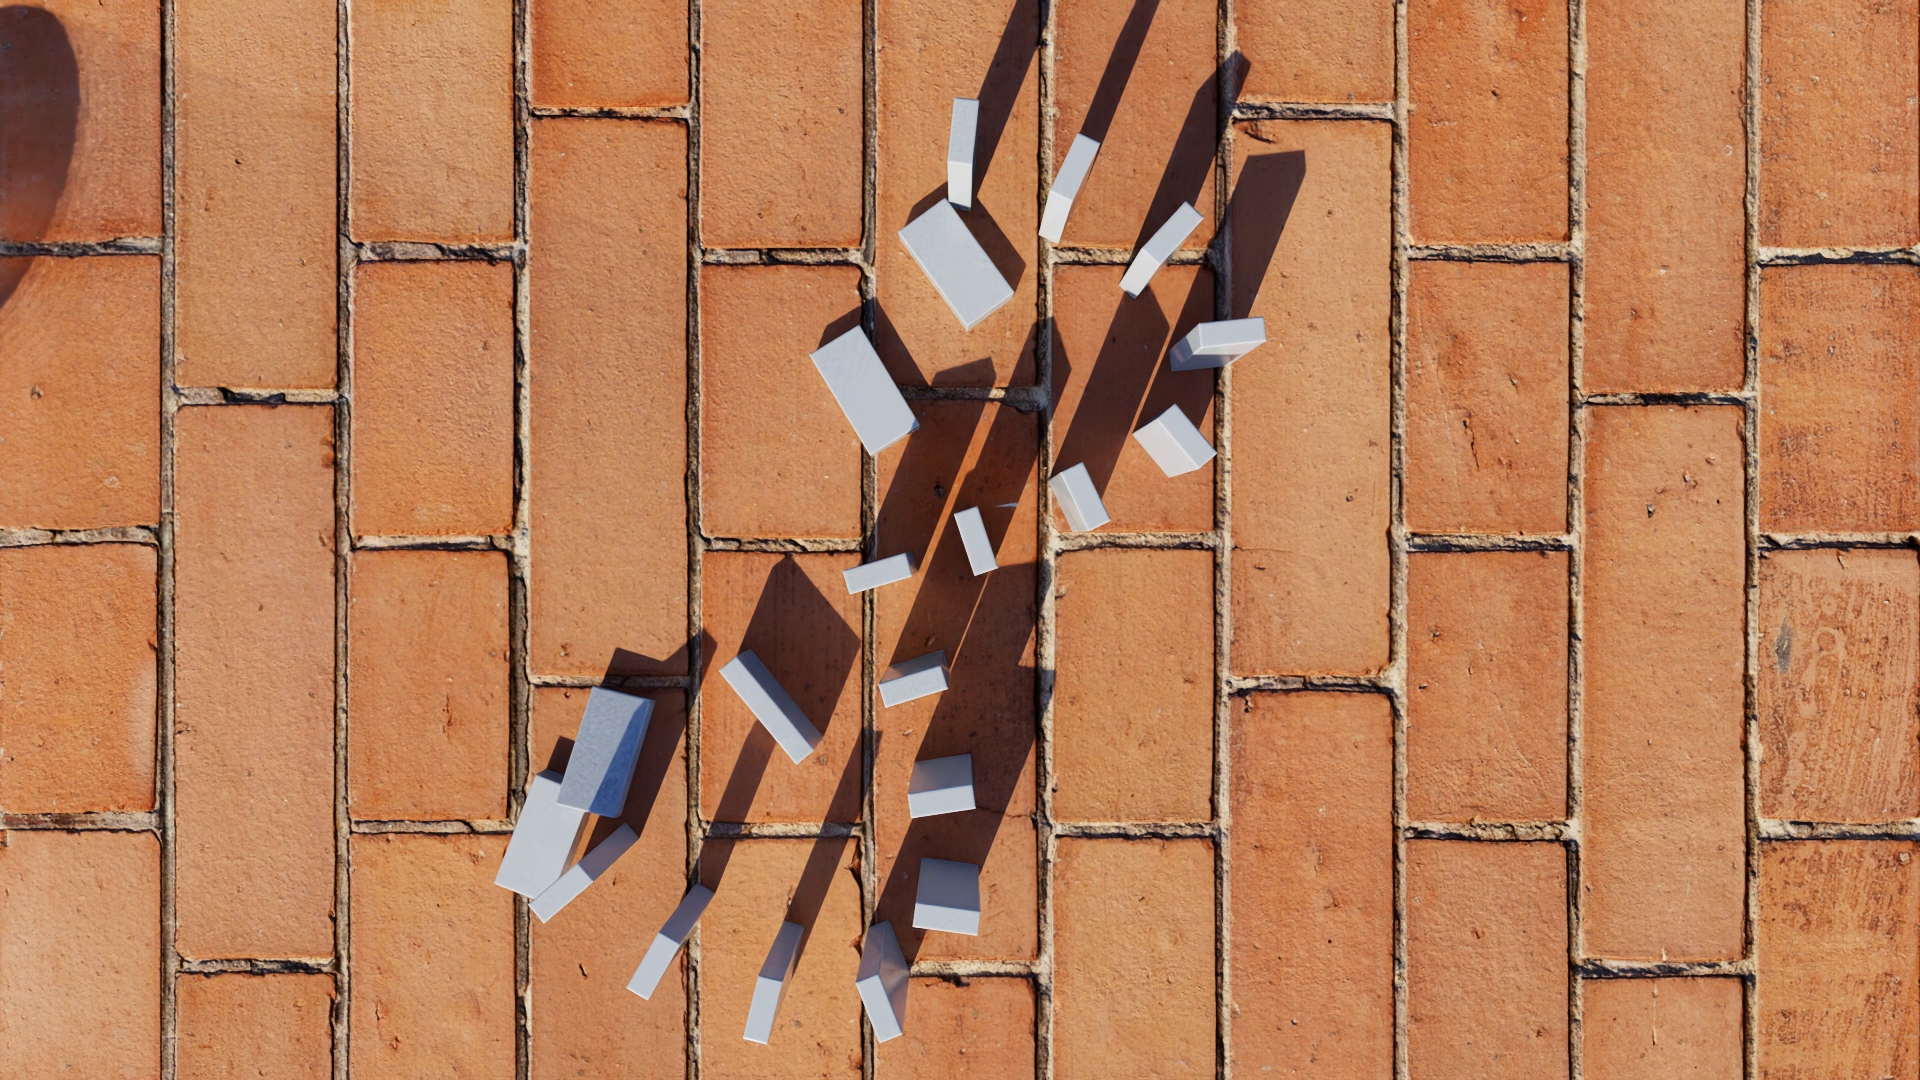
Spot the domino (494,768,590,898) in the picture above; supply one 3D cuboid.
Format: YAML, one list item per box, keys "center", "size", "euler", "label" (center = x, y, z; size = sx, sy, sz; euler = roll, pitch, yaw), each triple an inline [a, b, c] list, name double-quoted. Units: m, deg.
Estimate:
- center: [-0.178, 0.128, 0.395]
  size: [0.025, 0.010, 0.050]
  euler: [21, 90, 0]
  label: "domino"

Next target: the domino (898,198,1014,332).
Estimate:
- center: [-0.002, -0.119, 0.395]
  size: [0.025, 0.009, 0.050]
  euler: [-36, 90, 0]
  label: "domino"

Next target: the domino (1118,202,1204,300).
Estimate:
- center: [0.081, -0.117, 0.375]
  size: [0.010, 0.050, 0.025]
  euler: [43, 90, 0]
  label: "domino"

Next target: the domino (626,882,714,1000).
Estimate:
- center: [-0.117, 0.163, 0.375]
  size: [0.010, 0.050, 0.025]
  euler: [30, 90, 0]
  label: "domino"

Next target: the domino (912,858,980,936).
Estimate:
- center: [-0.005, 0.145, 0.375]
  size: [0.025, 0.050, 0.010]
  euler: [8, 90, 0]
  label: "domino"

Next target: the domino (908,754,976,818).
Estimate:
- center: [-0.007, 0.100, 0.375]
  size: [0.025, 0.050, 0.010]
  euler: [-9, 90, 0]
  label: "domino"

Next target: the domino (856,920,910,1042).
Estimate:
- center: [-0.031, 0.179, 0.375]
  size: [0.009, 0.050, 0.025]
  euler: [-22, 90, 0]
  label: "domino"

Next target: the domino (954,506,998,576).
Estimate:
- center: [0.006, 0.000, 0.375]
  size: [0.010, 0.050, 0.025]
  euler: [-18, 90, 0]
  label: "domino"

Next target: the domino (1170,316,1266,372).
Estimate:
- center: [0.104, -0.079, 0.375]
  size: [0.025, 0.050, 0.009]
  euler: [-6, 90, 0]
  label: "domino"

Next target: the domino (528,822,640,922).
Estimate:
- center: [-0.153, 0.135, 0.375]
  size: [0.025, 0.050, 0.010]
  euler: [-40, 90, 0]
  label: "domino"

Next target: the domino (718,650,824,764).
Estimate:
- center: [-0.079, 0.070, 0.388]
  size: [0.010, 0.025, 0.050]
  euler: [-40, 90, 0]
  label: "domino"

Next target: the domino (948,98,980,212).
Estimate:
- center: [0.001, -0.156, 0.375]
  size: [0.009, 0.050, 0.025]
  euler: [6, 90, 0]
  label: "domino"

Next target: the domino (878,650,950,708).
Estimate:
- center: [-0.018, 0.056, 0.375]
  size: [0.025, 0.050, 0.009]
  euler: [-17, 90, 0]
  label: "domino"

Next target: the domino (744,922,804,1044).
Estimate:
- center: [-0.075, 0.179, 0.375]
  size: [0.010, 0.050, 0.025]
  euler: [14, 90, 0]
  label: "domino"

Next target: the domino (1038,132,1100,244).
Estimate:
- center: [0.044, -0.142, 0.375]
  size: [0.009, 0.050, 0.025]
  euler: [26, 90, 0]
  label: "domino"

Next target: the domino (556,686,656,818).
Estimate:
- center: [-0.150, 0.090, 0.390]
  size: [0.025, 0.010, 0.050]
  euler: [14, 78, -1]
  label: "domino"

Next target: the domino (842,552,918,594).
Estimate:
- center: [-0.032, 0.013, 0.375]
  size: [0.025, 0.050, 0.010]
  euler: [-16, 90, 0]
  label: "domino"

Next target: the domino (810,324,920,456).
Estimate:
- center: [-0.041, -0.064, 0.395]
  size: [0.025, 0.010, 0.050]
  euler: [-31, 90, 0]
  label: "domino"

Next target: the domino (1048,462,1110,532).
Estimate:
- center: [0.048, -0.017, 0.375]
  size: [0.009, 0.050, 0.025]
  euler: [-26, 90, 0]
  label: "domino"

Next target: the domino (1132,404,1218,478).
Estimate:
- center: [0.087, -0.040, 0.375]
  size: [0.009, 0.050, 0.025]
  euler: [-40, 90, 0]
  label: "domino"
